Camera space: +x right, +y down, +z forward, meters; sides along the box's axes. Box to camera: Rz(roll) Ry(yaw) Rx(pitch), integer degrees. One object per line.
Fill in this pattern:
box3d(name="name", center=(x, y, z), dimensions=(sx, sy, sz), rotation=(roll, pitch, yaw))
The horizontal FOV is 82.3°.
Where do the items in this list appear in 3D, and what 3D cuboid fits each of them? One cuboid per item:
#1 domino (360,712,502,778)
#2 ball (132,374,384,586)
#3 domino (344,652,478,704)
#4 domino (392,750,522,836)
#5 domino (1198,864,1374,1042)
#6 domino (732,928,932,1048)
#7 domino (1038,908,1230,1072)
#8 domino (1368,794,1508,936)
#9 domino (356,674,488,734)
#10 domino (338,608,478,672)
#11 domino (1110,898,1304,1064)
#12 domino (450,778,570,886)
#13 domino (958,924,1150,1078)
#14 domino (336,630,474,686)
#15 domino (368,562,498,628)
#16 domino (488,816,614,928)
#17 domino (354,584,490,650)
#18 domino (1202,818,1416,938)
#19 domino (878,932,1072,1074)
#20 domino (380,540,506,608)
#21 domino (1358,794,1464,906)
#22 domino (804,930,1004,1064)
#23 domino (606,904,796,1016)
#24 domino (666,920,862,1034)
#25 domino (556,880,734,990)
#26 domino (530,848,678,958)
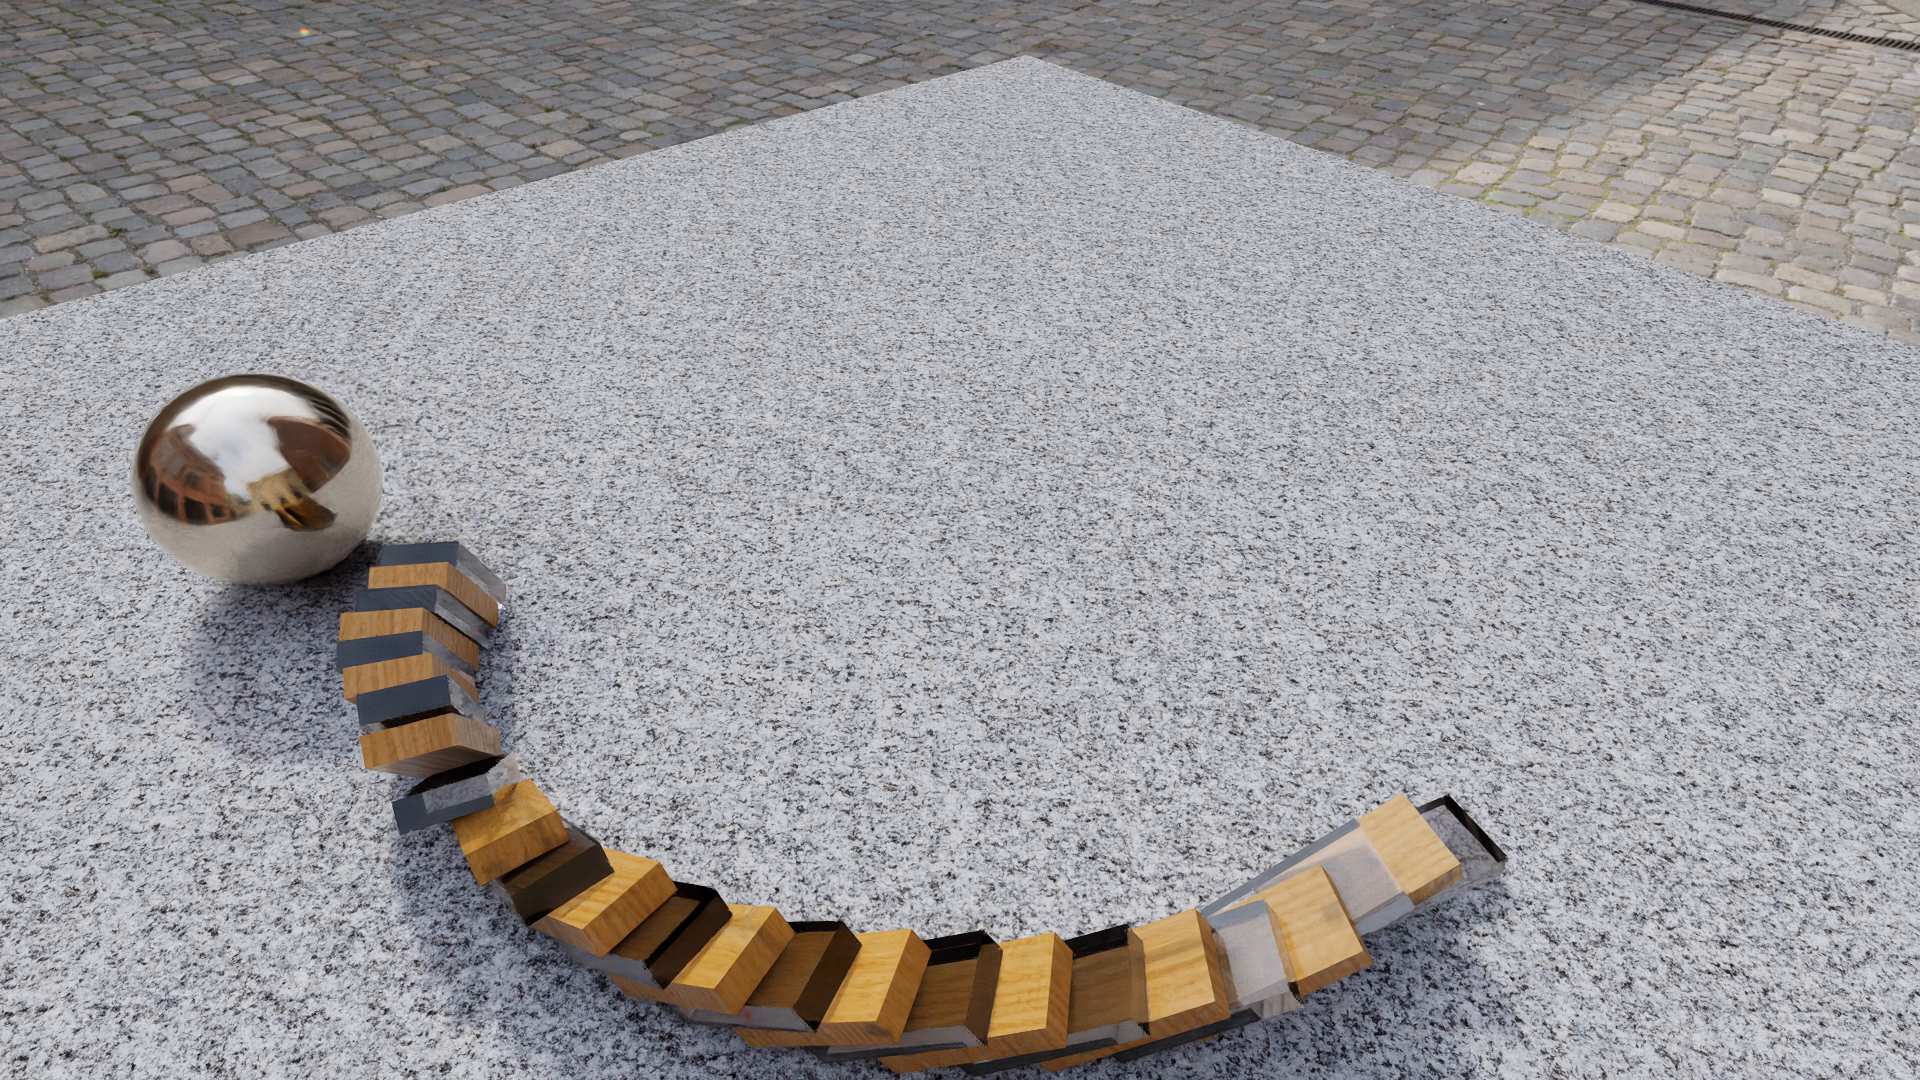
box3d(name="domino", center=(-0.160, 0.063, 0.336), dimensions=(0.025, 0.050, 0.009), rotation=(-14, 77, -12))
box3d(name="ball", center=(-0.263, -0.023, 0.415), dimensions=(0.080, 0.080, 0.080), rotation=(0, 39, 0))
box3d(name="domino", center=(-0.175, 0.049, 0.353), dimensions=(0.025, 0.050, 0.009), rotation=(-10, 71, -11))
box3d(name="domino", center=(-0.149, 0.074, 0.328), dimensions=(0.025, 0.009, 0.050), rotation=(-16, 0, -14))
box3d(name="domino", center=(0.079, 0.109, 0.290), dimensions=(0.050, 0.009, 0.025), rotation=(-31, 40, 13))
box3d(name="domino", center=(-0.033, 0.115, 0.282), dimensions=(0.050, 0.009, 0.025), rotation=(-18, 29, 33))
box3d(name="domino", center=(0.042, 0.116, 0.282), dimensions=(0.050, 0.010, 0.025), rotation=(-27, 36, 19))
box3d(name="domino", center=(0.133, 0.096, 0.326), dimensions=(0.050, 0.009, 0.025), rotation=(-15, 42, -18))
box3d(name="domino", center=(-0.167, 0.056, 0.345), dimensions=(0.025, 0.050, 0.010), rotation=(-13, 72, -15))
box3d(name="domino", center=(-0.184, 0.035, 0.370), dimensions=(0.025, 0.050, 0.009), rotation=(-4, 71, -5))
box3d(name="domino", center=(0.060, 0.114, 0.284), dimensions=(0.050, 0.009, 0.025), rotation=(-27, 36, 18))
box3d(name="domino", center=(-0.132, 0.084, 0.320), dimensions=(0.025, 0.010, 0.050), rotation=(-25, 11, -27))
box3d(name="domino", center=(0.023, 0.118, 0.280), dimensions=(0.050, 0.009, 0.025), rotation=(-24, 34, 22))
box3d(name="domino", center=(-0.181, 0.043, 0.361), dimensions=(0.025, 0.050, 0.009), rotation=(-7, 71, -8))
box3d(name="domino", center=(-0.184, 0.021, 0.388), dimensions=(0.025, 0.050, 0.009), rotation=(-4, 71, -5))
box3d(name="domino", center=(-0.118, 0.092, 0.311), dimensions=(0.025, 0.009, 0.050), rotation=(-29, 14, -31))
box3d(name="domino", center=(-0.184, 0.028, 0.379), dimensions=(0.025, 0.050, 0.009), rotation=(-4, 71, -5))
box3d(name="domino", center=(0.094, 0.101, 0.300), dimensions=(0.050, 0.009, 0.025), rotation=(-35, 41, 9))
box3d(name="domino", center=(0.004, 0.118, 0.279), dimensions=(0.050, 0.009, 0.025), rotation=(-22, 32, 26))
box3d(name="domino", center=(-0.185, 0.014, 0.396), dimensions=(0.025, 0.050, 0.010), rotation=(-4, 71, -5))
box3d(name="domino", center=(0.111, 0.096, 0.310), dimensions=(0.050, 0.010, 0.025), rotation=(-32, 43, 3))
box3d(name="domino", center=(-0.015, 0.117, 0.281), dimensions=(0.050, 0.009, 0.025), rotation=(-21, 31, 28))
box3d(name="domino", center=(-0.069, 0.109, 0.290), dimensions=(0.050, 0.009, 0.025), rotation=(-13, 26, 41))
box3d(name="domino", center=(-0.051, 0.113, 0.285), dimensions=(0.050, 0.010, 0.025), rotation=(-16, 27, 37))
box3d(name="domino", center=(-0.086, 0.104, 0.296), dimensions=(0.050, 0.010, 0.025), rotation=(-11, 25, 45))
box3d(name="domino", center=(-0.101, 0.098, 0.303), dimensions=(0.050, 0.009, 0.025), rotation=(-9, 23, 48))
